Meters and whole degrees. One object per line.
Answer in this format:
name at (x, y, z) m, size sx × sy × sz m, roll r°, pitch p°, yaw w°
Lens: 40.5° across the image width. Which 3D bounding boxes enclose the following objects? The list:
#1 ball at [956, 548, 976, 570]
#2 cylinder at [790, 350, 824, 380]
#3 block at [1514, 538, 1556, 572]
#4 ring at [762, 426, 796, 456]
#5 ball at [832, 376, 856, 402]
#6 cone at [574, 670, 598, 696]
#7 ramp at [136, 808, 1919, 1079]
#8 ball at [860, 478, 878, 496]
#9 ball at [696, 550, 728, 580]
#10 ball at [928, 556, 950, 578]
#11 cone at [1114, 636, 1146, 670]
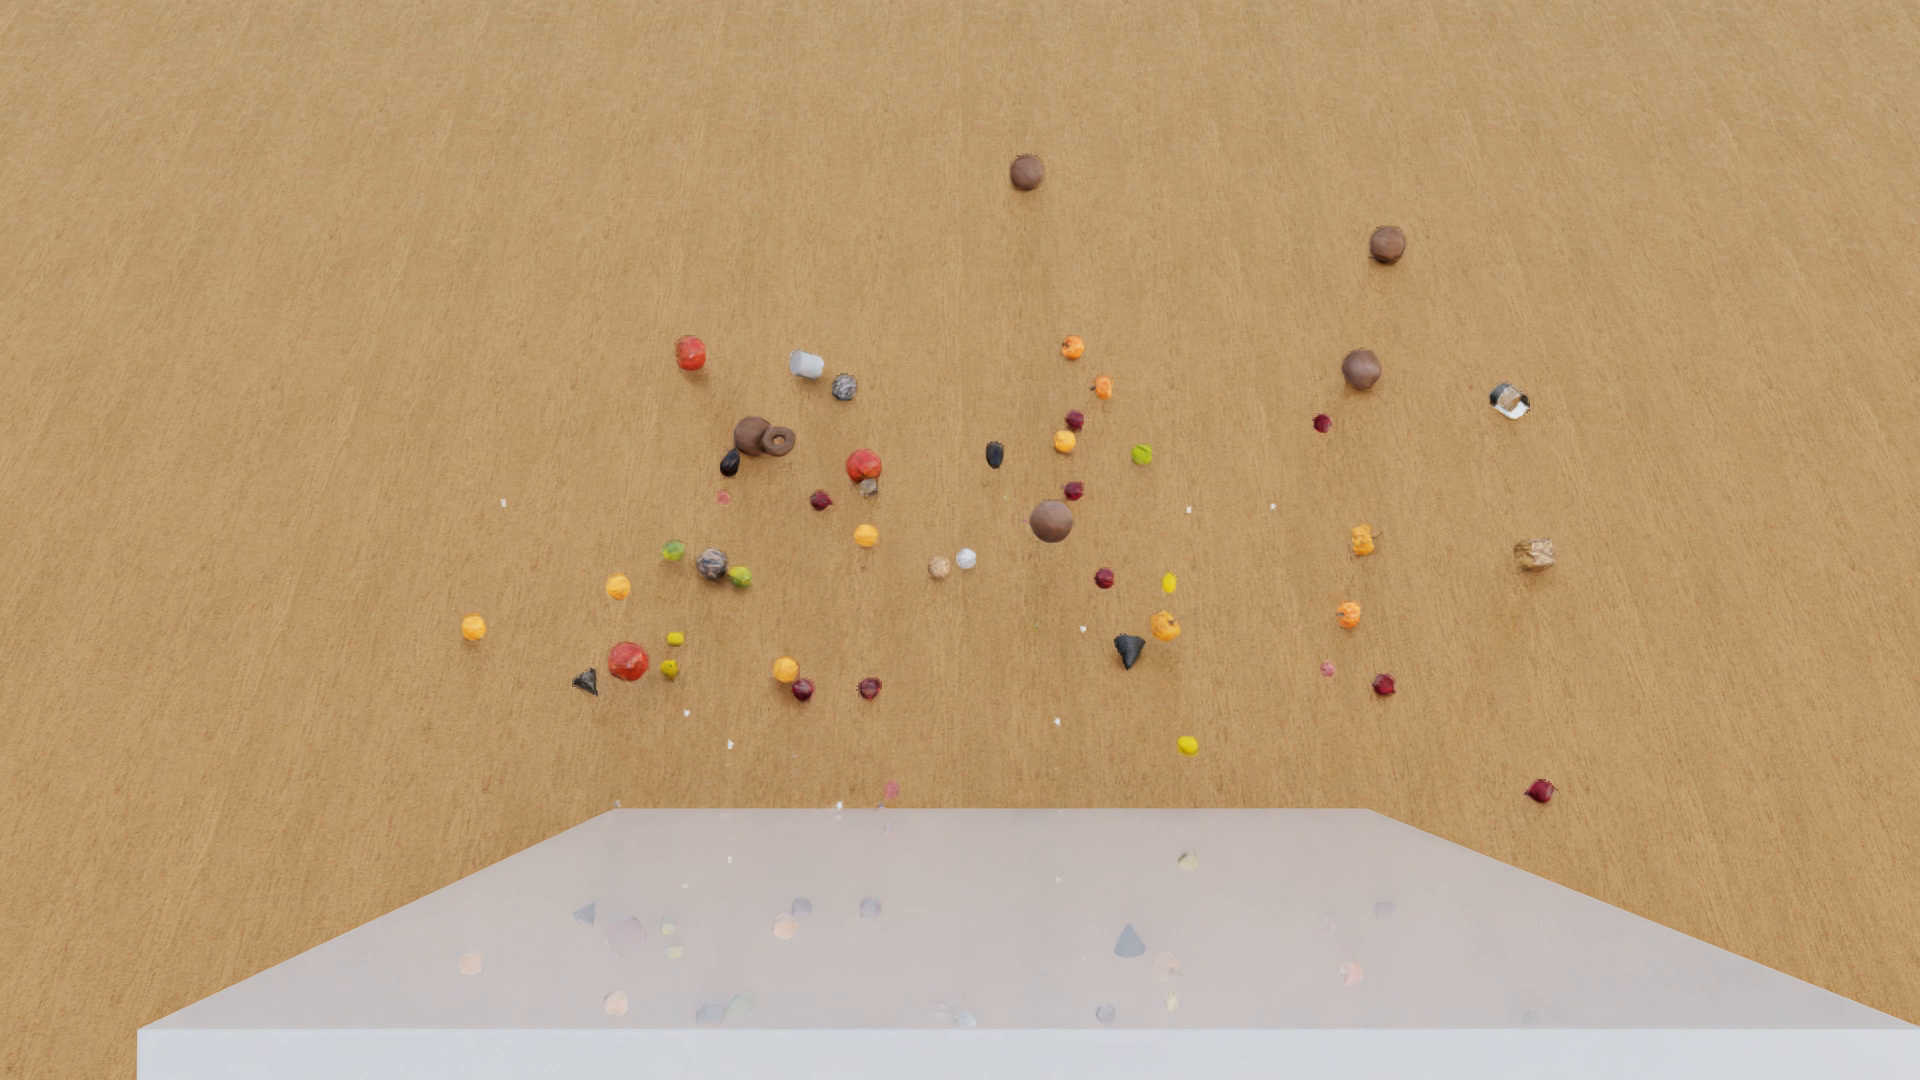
ball at (0.019, 0.057, 7.868) m, size 0.062 × 0.062 × 0.062 m, roll 0°, pitch 37°, yaw 0°
cylinder at (-0.513, -0.581, 8.675) m, size 0.082 × 0.082 × 0.082 m, roll 14°, pitch 28°, yaw -30°
block at (1.729, 0.045, 7.824) m, size 0.080 × 0.080 × 0.080 m, roll 1°, pitch 74°, yaw -26°
ring at (-0.575, -0.314, 8.261) m, size 0.109 × 0.036 × 0.109 m, roll -3°, pitch 59°, yaw 5°
ball at (-0.384, -0.502, 8.604) m, size 0.085 × 0.085 × 0.085 m, roll 0°, pitch 37°, yaw 0°
cone at (-1.051, 0.417, 7.407) m, size 0.070 × 0.070 × 0.070 m, roll -25°, pitch 70°, yaw -30°
ramp at (0.080, 0.680, 4.903) m, size 2.000 × 0.100 × 4.000 m, roll 0°, pitch -2°, yaw 0°
ball at (-0.286, -0.165, 8.170) m, size 0.060 × 0.060 × 0.060 m, roll 0°, pitch 37°, yaw 0°
ball at (-0.745, 0.075, 7.817) m, size 0.094 × 0.094 × 0.094 m, roll 0°, pitch 37°, yaw 0°
ball at (-0.063, 0.082, 7.829) m, size 0.069 × 0.069 × 0.069 m, roll 0°, pitch 37°, yaw 0°
cone at (0.487, 0.337, 7.508) m, size 0.093 × 0.093 × 0.093 m, roll 3°, pitch 63°, yaw 4°
